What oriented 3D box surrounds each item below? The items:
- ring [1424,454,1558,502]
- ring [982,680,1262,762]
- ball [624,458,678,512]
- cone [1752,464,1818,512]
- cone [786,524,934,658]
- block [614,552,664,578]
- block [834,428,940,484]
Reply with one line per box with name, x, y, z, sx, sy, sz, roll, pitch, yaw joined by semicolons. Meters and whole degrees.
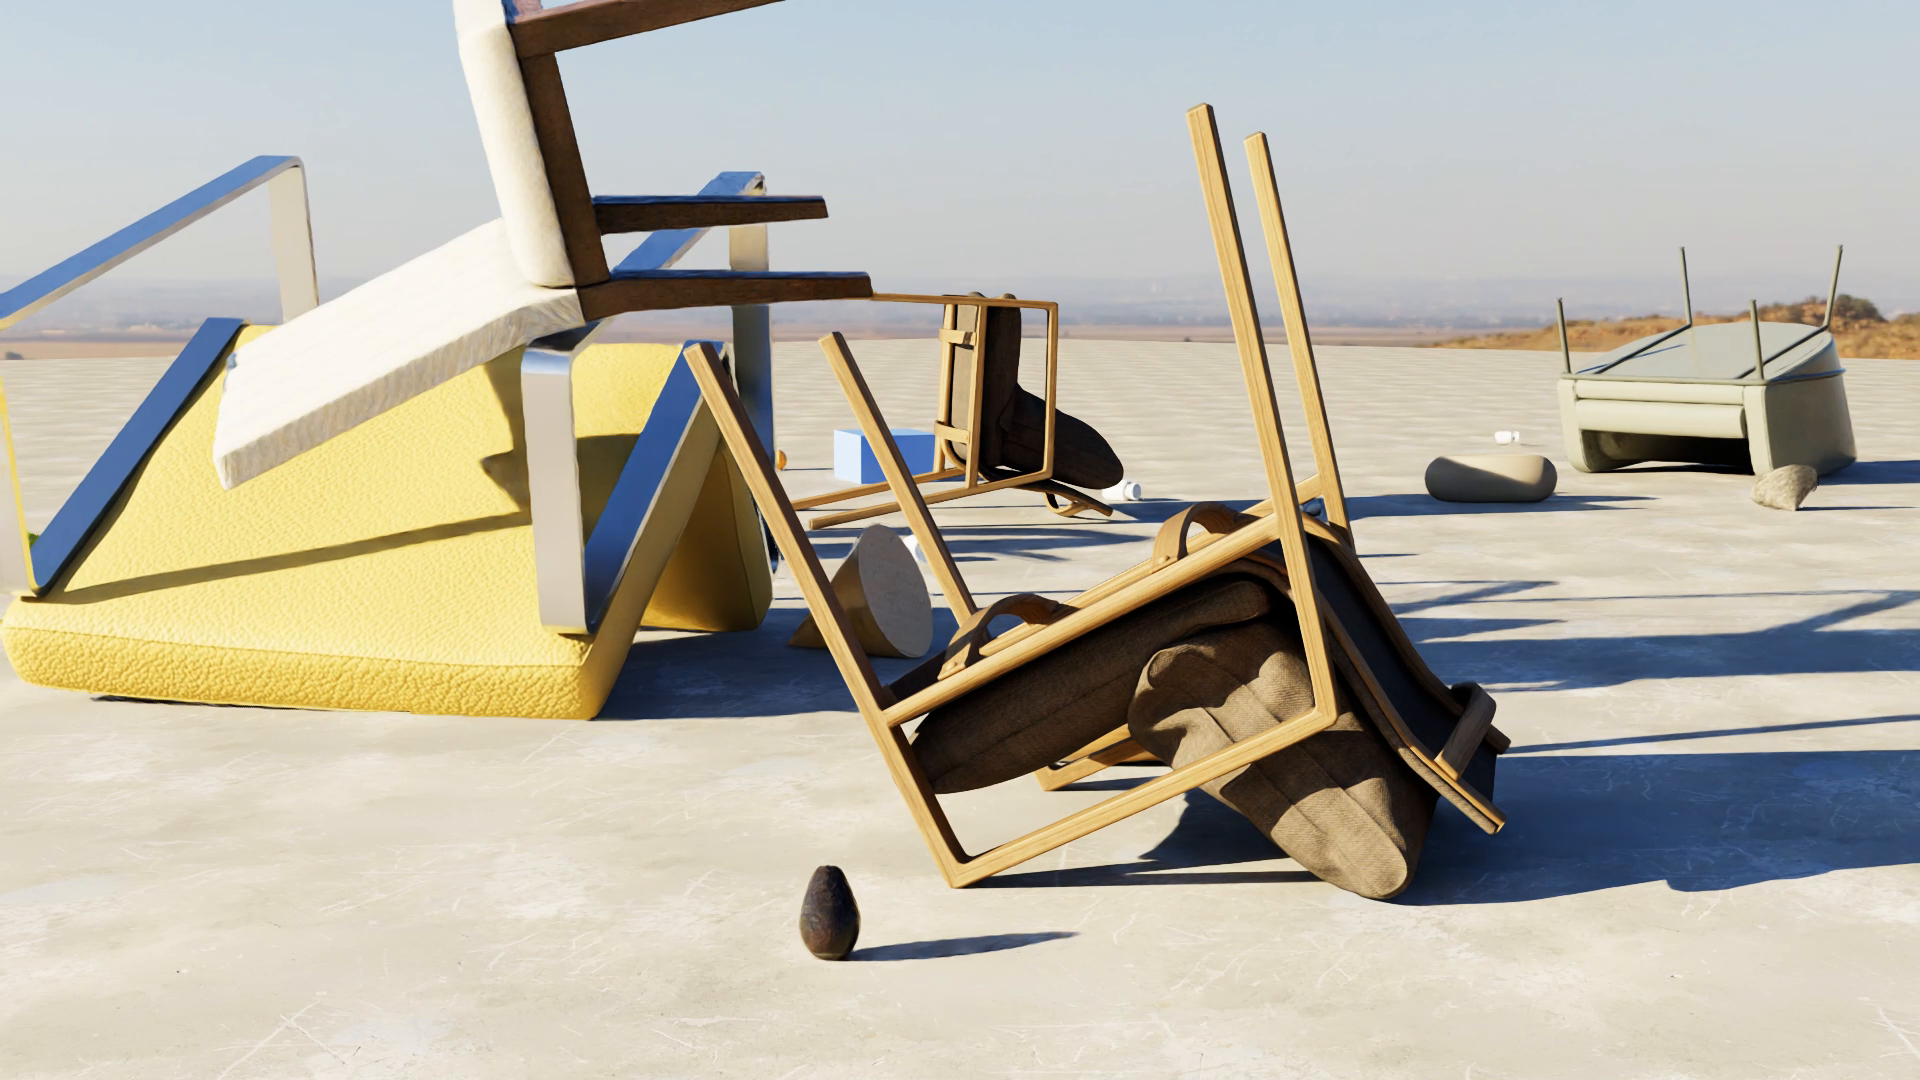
ring;1.554;-0.180;7.513;0.382;0.137;0.188;0;4;9
ring;0.227;0.253;3.601;0.407;0.075;0.349;-3;6;-26
ball;-0.861;-0.153;7.148;0.154;0.154;0.154;0;6;0
cone;2.334;-0.116;7.219;0.188;0.094;0.181;-12;-39;4
cone;-0.211;0.138;4.525;0.256;0.256;0.199;-27;-29;29
block;-0.708;0.054;5.664;0.066;0.045;0.105;3;7;25
block;-0.240;-0.273;8.318;0.259;0.153;0.331;-2;6;-17
